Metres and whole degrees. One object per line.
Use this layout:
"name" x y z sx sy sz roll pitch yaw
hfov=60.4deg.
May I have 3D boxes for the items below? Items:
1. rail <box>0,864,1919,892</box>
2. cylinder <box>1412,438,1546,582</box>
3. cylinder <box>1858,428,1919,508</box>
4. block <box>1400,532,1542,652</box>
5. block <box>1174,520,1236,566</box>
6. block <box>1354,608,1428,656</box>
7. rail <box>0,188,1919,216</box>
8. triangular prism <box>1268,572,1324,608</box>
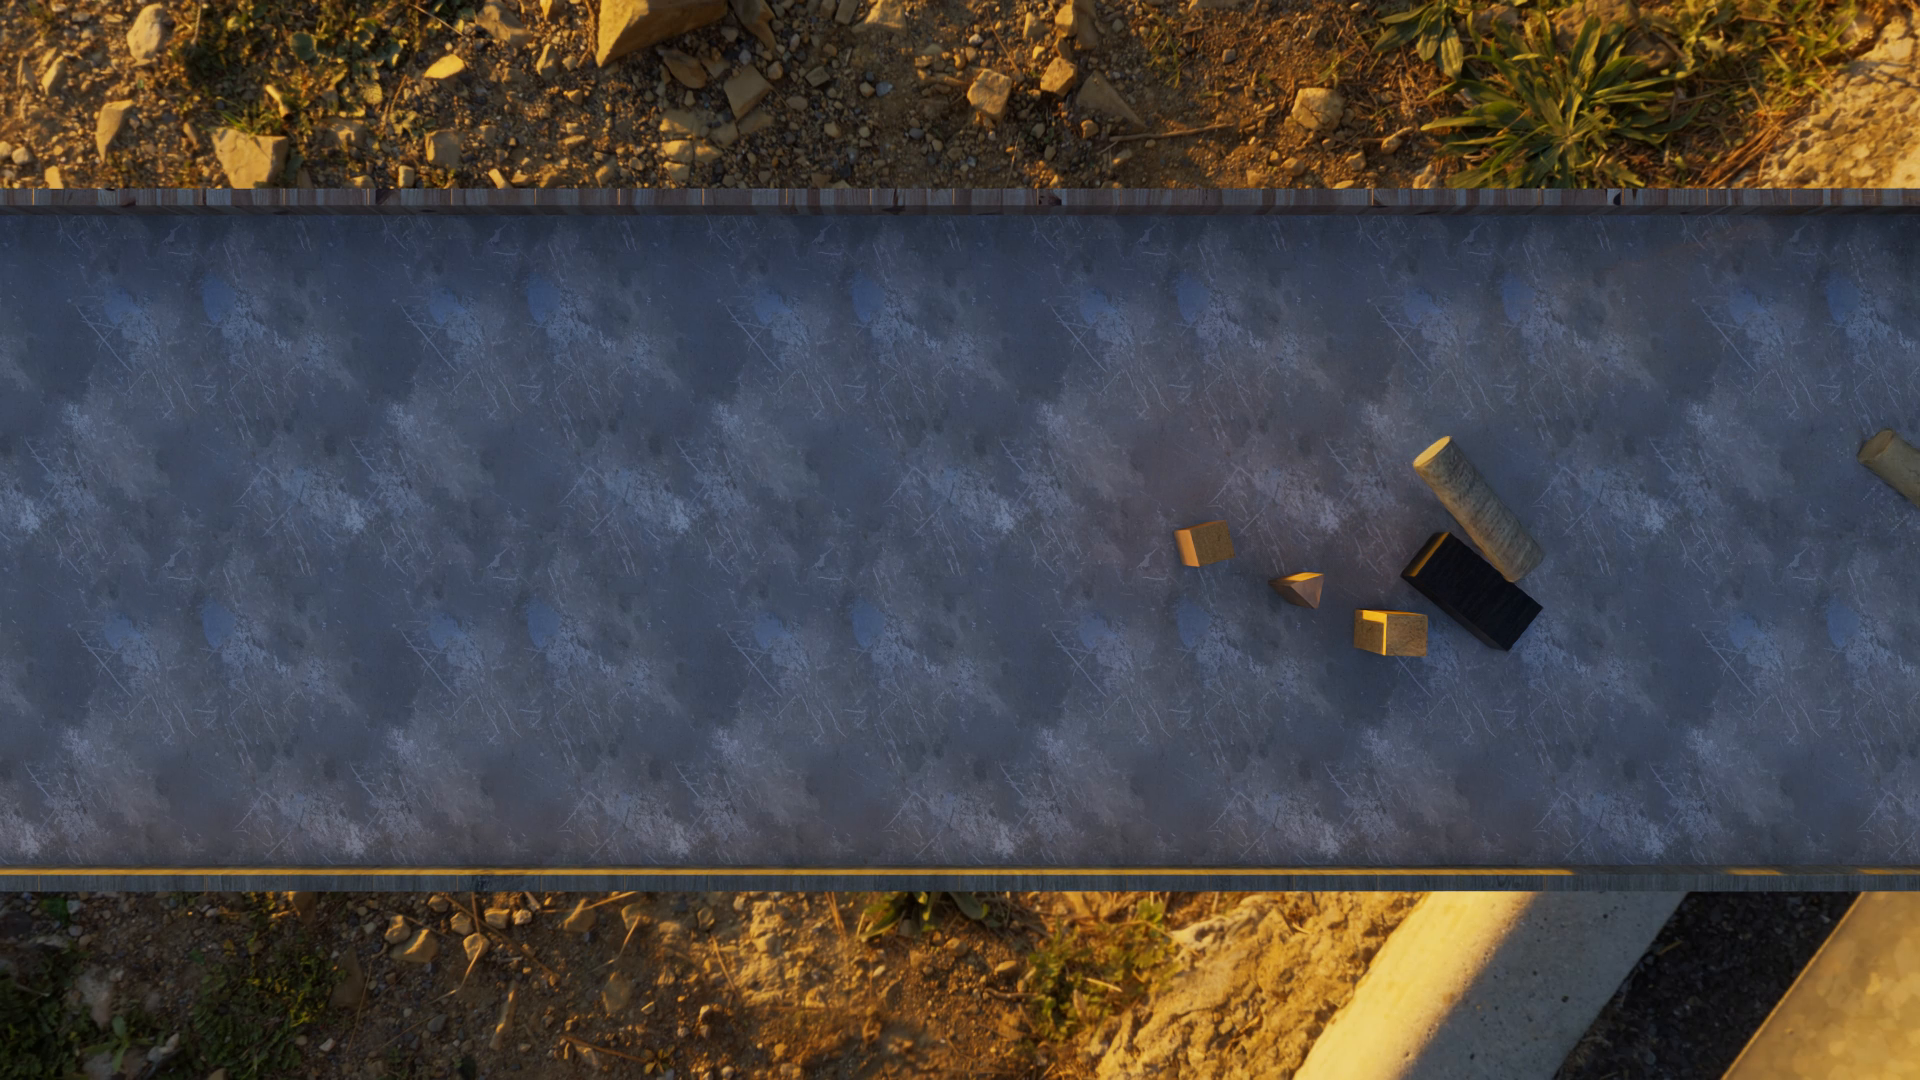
"rail" -2.247 1.025 5.001 12.000 0.150 0.050 0 90 0
"cylinder" 1.525 -0.089 4.849 0.135 0.135 0.447 -41 94 0
"cylinder" 2.954 -0.151 5.012 0.443 0.127 0.127 38 90 0
"block" 1.544 0.155 4.992 0.356 0.169 0.169 39 90 0
"block" 0.723 0.010 4.897 0.108 0.359 0.108 -15 90 0
"block" 1.273 0.272 4.889 0.118 0.376 0.118 2 90 0
"rail" -2.247 -1.025 5.002 12.000 0.150 0.050 0 90 0
"triangular prism" 1.013 0.131 4.897 0.101 0.358 0.087 42 90 0
